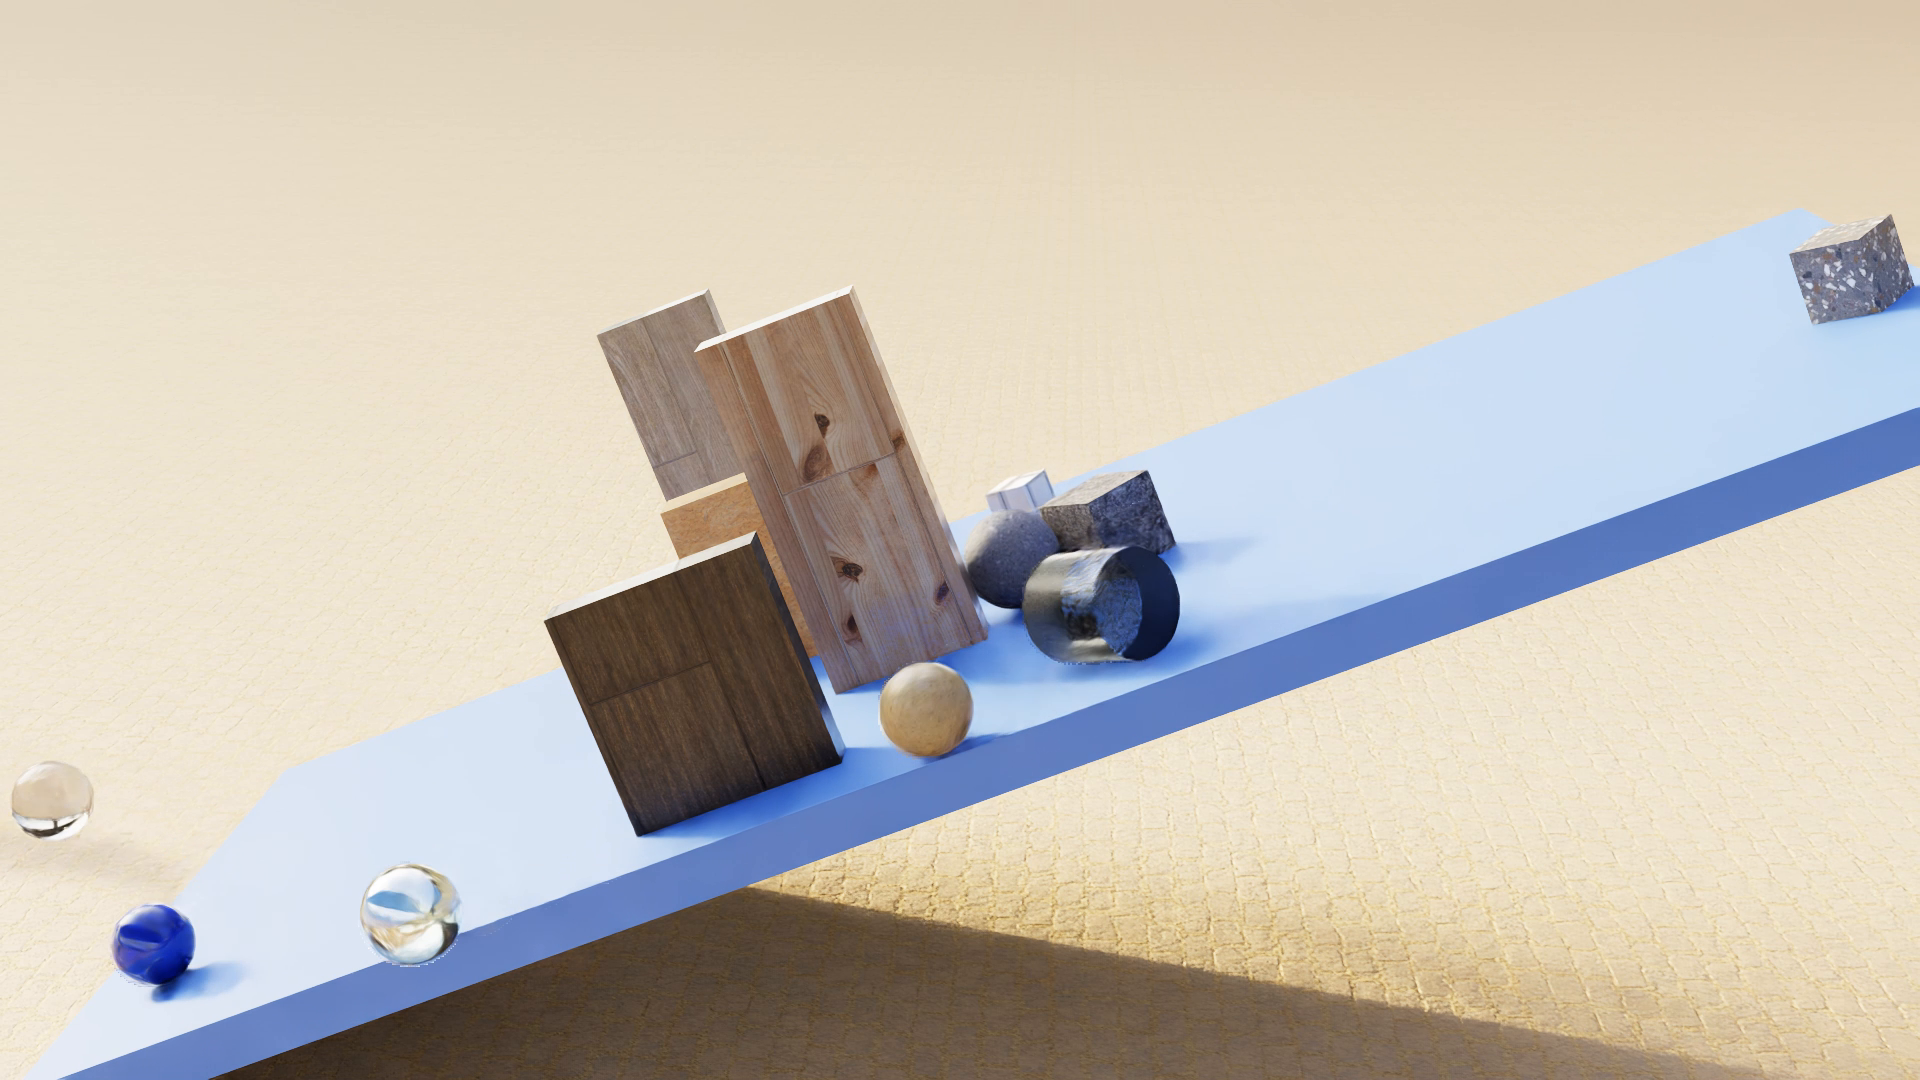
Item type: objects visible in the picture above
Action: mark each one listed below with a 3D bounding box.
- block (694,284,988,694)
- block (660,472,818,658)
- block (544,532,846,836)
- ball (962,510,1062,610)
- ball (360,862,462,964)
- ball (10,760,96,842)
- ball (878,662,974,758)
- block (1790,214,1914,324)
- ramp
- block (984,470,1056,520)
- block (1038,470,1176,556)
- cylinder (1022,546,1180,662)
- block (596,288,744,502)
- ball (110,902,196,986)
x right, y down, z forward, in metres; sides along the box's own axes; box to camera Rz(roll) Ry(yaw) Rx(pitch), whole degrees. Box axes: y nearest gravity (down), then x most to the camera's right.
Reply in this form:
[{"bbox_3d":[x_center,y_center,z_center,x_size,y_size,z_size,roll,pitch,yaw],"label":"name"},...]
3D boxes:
[{"bbox_3d":[-0.237,-0.100,6.027,0.335,0.767,0.114,-20,12,7],"label":"block"},{"bbox_3d":[-0.440,0.068,6.496,0.290,0.418,0.128,-20,12,7],"label":"block"},{"bbox_3d":[-0.500,0.275,5.582,0.421,0.457,0.101,-20,12,7],"label":"block"},{"bbox_3d":[0.109,0.041,6.156,0.207,0.207,0.207,0,13,0],"label":"ball"},{"bbox_3d":[-1.005,0.683,5.384,0.185,0.185,0.185,0,13,0],"label":"ball"},{"bbox_3d":[-2.232,0.641,7.235,0.200,0.200,0.200,0,13,0],"label":"ball"},{"bbox_3d":[-0.061,0.308,5.345,0.174,0.174,0.174,0,13,0],"label":"ball"},{"bbox_3d":[1.787,-0.542,5.895,0.154,0.154,0.154,-9,17,46],"label":"block"},{"bbox_3d":[0.121,0.175,6.293,4.000,0.100,2.000,-20,12,7],"label":"ramp"},{"bbox_3d":[0.148,-0.086,6.890,0.110,0.110,0.110,-13,15,36],"label":"block"},{"bbox_3d":[0.311,-0.029,6.191,0.174,0.174,0.174,-29,14,-31],"label":"block"},{"bbox_3d":[0.264,0.123,5.505,0.210,0.210,0.210,-10,3,-36],"label":"cylinder"},{"bbox_3d":[-0.590,-0.192,7.059,0.277,0.771,0.090,-20,12,7],"label":"block"},{"bbox_3d":[-1.619,0.810,5.905,0.166,0.166,0.166,0,13,0],"label":"ball"}]
